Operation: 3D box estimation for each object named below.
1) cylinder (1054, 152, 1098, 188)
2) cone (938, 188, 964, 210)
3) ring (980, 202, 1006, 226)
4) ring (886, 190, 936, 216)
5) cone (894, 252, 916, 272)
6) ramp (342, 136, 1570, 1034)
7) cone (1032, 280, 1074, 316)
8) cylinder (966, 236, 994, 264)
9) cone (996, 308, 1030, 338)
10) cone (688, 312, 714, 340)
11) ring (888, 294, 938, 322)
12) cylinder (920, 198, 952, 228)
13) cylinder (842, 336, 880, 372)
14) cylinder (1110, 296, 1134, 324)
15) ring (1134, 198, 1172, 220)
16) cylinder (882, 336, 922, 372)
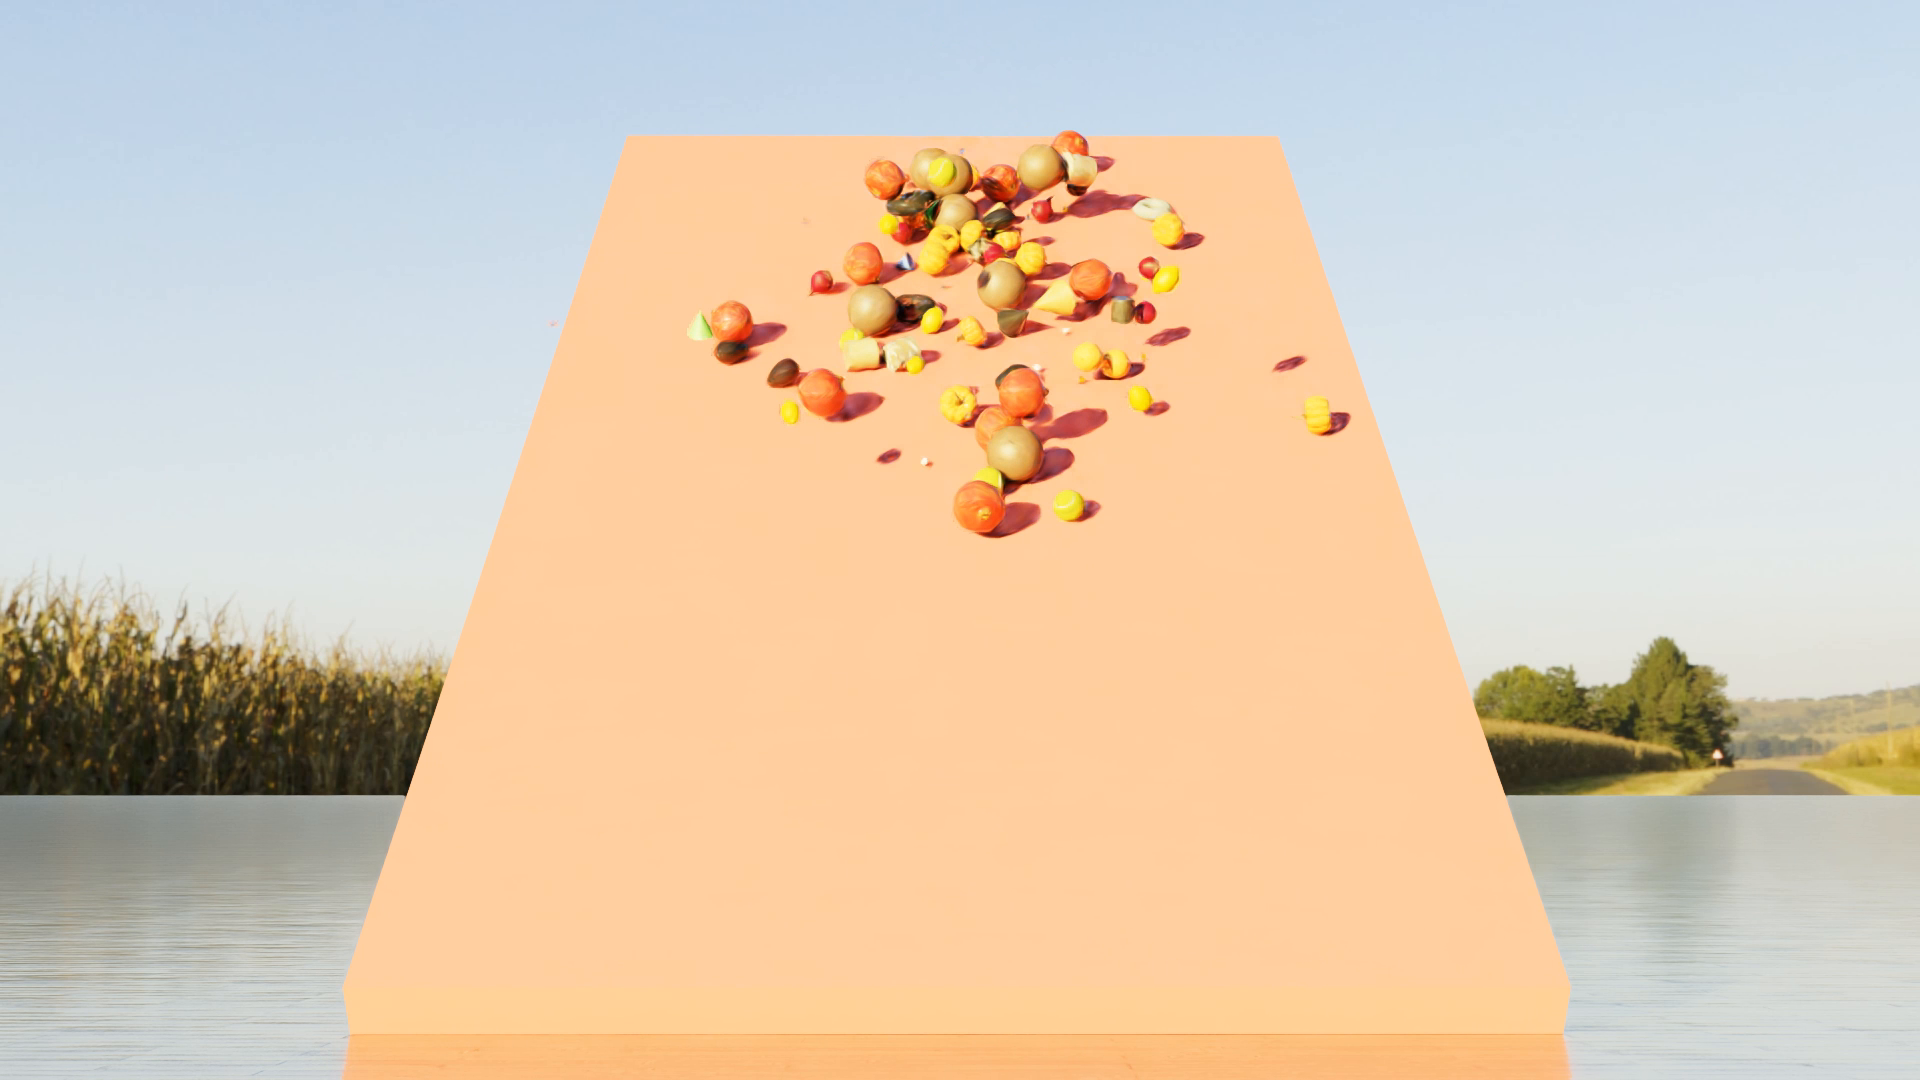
[{"bbox_3d":[0.323,-1.028,6.691,0.084,0.084,0.084,4,-7,-35],"label":"cylinder"},{"bbox_3d":[-0.014,-0.983,6.852,0.067,0.067,0.067,-32,-8,2],"label":"cone"},{"bbox_3d":[0.092,-0.911,6.730,0.084,0.028,0.084,-42,8,7],"label":"ring"},{"bbox_3d":[-0.136,-0.923,6.601,0.143,0.048,0.143,-14,16,4],"label":"ring"},{"bbox_3d":[-0.157,-0.741,6.492,0.054,0.054,0.054,-19,-13,21],"label":"cone"},{"bbox_3d":[-0.013,-0.213,5.687,2.000,0.100,4.000,0,30,0],"label":"ramp"},{"bbox_3d":[0.223,-0.605,6.143,0.098,0.098,0.098,-20,5,-30],"label":"cone"},{"bbox_3d":[0.054,-0.780,6.485,0.054,0.054,0.054,-36,-9,3],"label":"cylinder"},{"bbox_3d":[0.151,-0.563,6.088,0.082,0.082,0.082,5,-19,-38],"label":"cone"},{"bbox_3d":[-0.658,-0.551,6.112,0.066,0.066,0.066,0,30,0],"label":"cone"},{"bbox_3d":[-0.121,-0.599,6.224,0.127,0.042,0.127,-1,30,0],"label":"ring"},{"bbox_3d":[-0.066,-0.913,6.738,0.066,0.066,0.066,-25,1,-16],"label":"cylinder"},{"bbox_3d":[-0.243,-0.458,5.940,0.074,0.074,0.074,-14,-1,-18],"label":"cylinder"},{"bbox_3d":[0.401,-0.566,5.929,0.057,0.057,0.057,2,16,0],"label":"cylinder"},{"bbox_3d":[0.547,-0.937,6.831,0.109,0.036,0.109,1,30,-1],"label":"ring"},{"bbox_3d":[-0.145,-0.460,5.942,0.070,0.070,0.070,-25,8,-30],"label":"cylinder"}]
